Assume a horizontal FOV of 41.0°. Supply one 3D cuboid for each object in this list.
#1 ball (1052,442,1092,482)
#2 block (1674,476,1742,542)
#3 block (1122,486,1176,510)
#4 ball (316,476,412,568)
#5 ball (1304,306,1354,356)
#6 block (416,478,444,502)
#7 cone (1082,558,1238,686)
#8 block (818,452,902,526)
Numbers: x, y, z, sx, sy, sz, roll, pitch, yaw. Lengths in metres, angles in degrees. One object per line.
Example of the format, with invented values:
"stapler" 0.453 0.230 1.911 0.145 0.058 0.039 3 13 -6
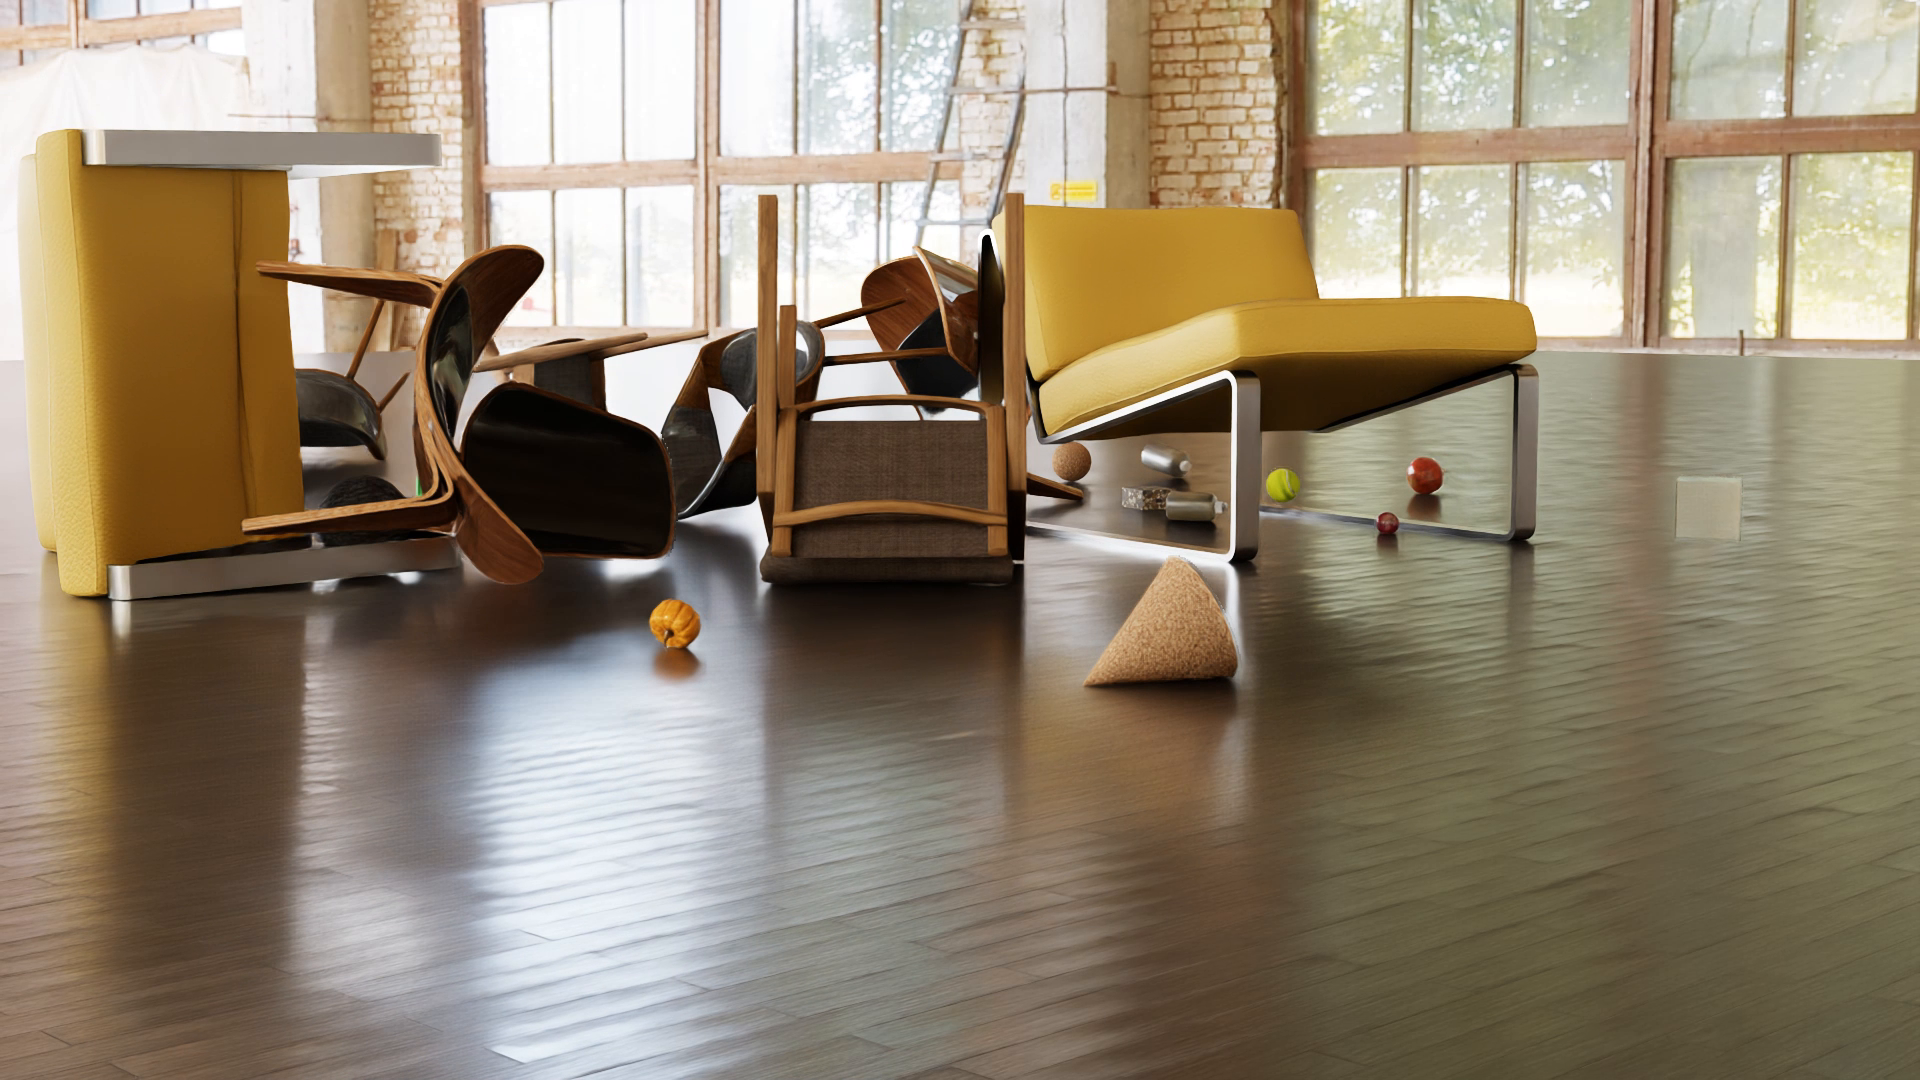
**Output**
"ball" 0.358 -0.252 8.234 0.128 0.128 0.128 0 6 0
"block" 1.878 -0.077 6.437 0.155 0.149 0.158 2 6 18
"block" 0.538 -0.120 7.312 0.107 0.055 0.121 -3 6 -24
"ball" -1.344 -0.041 5.790 0.209 0.209 0.209 0 6 0
"ball" 0.987 -0.558 6.864 0.131 0.131 0.131 0 6 0
"block" -1.550 -0.147 7.507 0.077 0.068 0.039 -2 6 -21
"cone" 0.296 0.180 4.165 0.236 0.223 0.185 -29 18 -16
"block" -0.263 -0.135 6.844 0.219 0.180 0.204 0 6 -1
